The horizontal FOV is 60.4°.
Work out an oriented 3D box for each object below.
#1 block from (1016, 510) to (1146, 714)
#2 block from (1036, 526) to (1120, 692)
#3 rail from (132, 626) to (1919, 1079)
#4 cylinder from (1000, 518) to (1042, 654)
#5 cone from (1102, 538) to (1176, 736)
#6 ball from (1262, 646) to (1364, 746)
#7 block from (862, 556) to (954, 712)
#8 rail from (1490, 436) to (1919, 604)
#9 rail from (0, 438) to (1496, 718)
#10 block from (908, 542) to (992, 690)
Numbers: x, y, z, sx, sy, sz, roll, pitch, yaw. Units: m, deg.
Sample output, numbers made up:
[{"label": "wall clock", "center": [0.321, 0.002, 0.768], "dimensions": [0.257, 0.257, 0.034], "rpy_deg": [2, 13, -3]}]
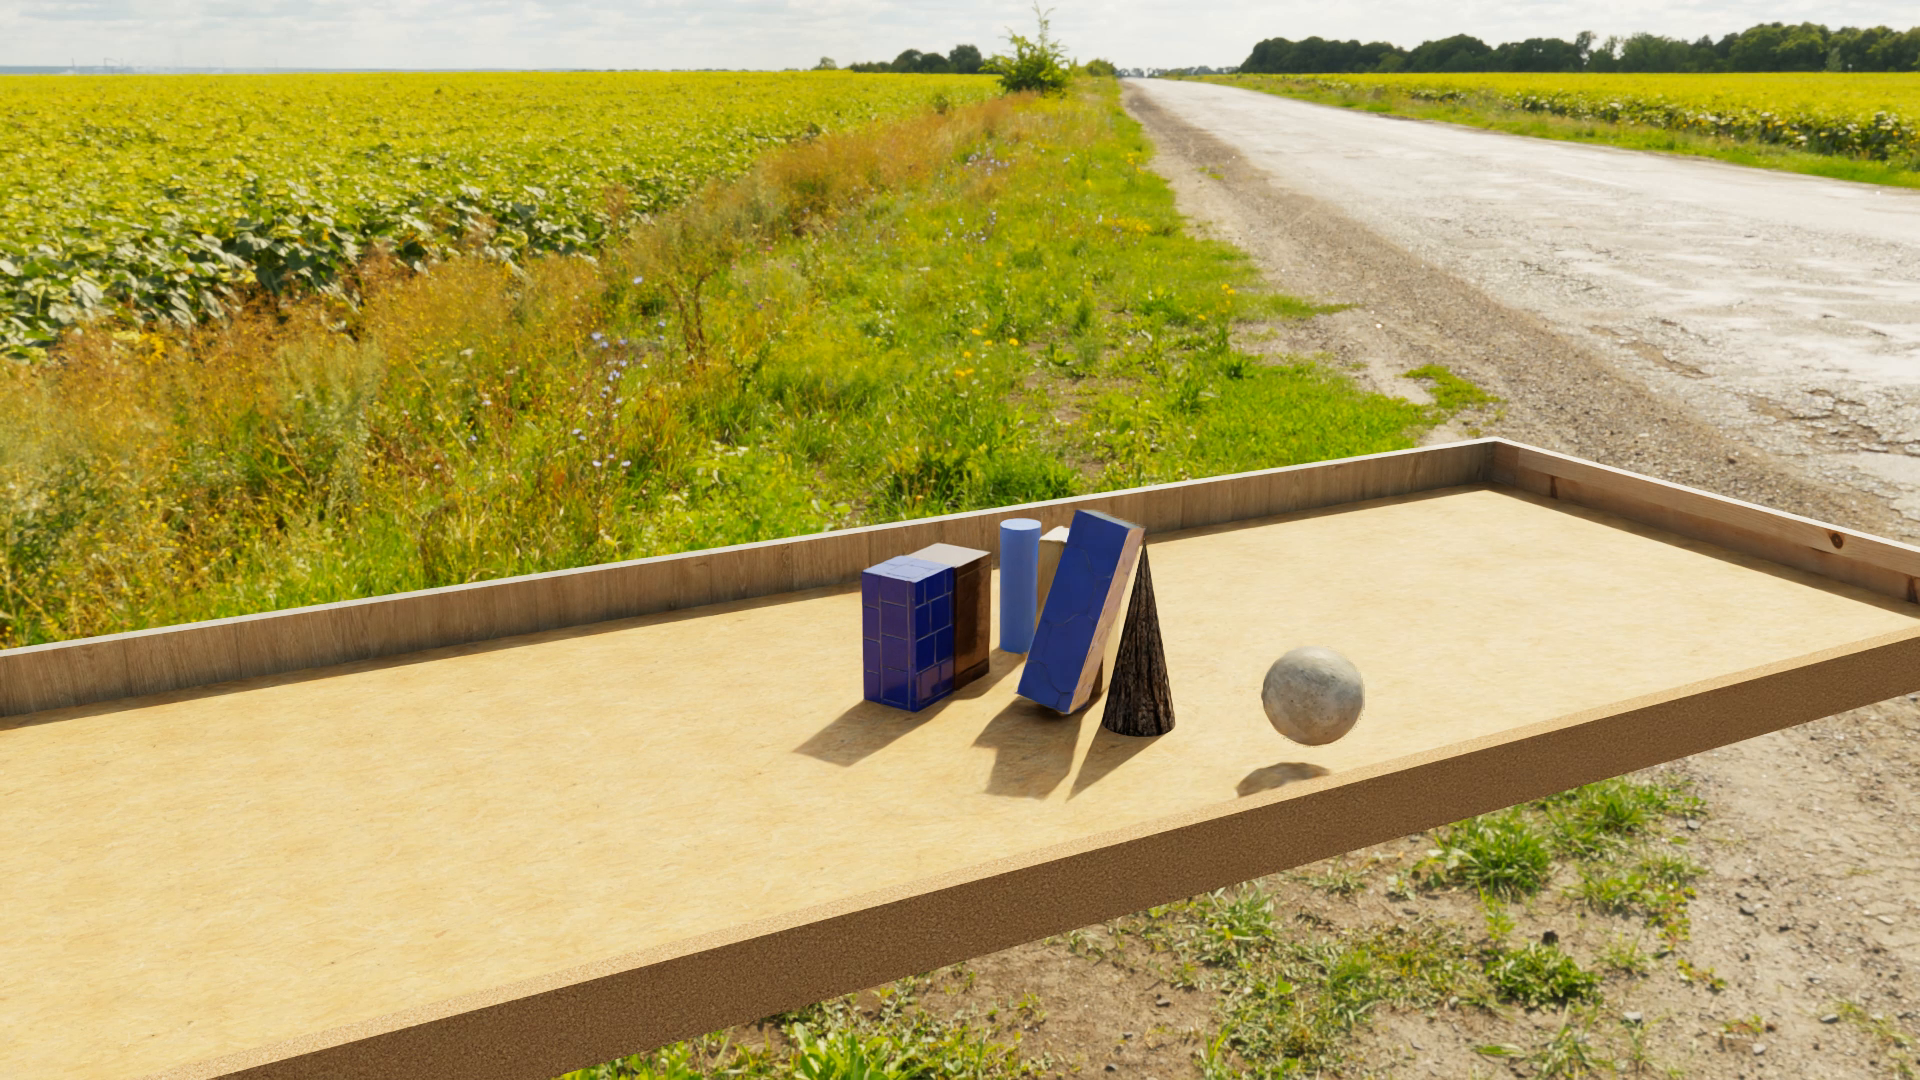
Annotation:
[{"label": "block", "center": [0.286, 0.168, 3.905], "dimensions": [0.135, 0.459, 0.135], "rpy_deg": [21, 8, 21]}, {"label": "block", "center": [0.296, 0.170, 4.098], "dimensions": [0.173, 0.368, 0.173], "rpy_deg": [5, 12, 17]}, {"label": "rail", "center": [-2.336, 1.006, 1.665], "dimensions": [12.000, 0.150, 0.050], "rpy_deg": [-9, 18, -27]}, {"label": "cylinder", "center": [0.159, 0.121, 4.344], "dimensions": [0.108, 0.338, 0.108], "rpy_deg": [0, 16, 0]}, {"label": "cone", "center": [0.422, 0.211, 3.827], "dimensions": [0.174, 0.457, 0.174], "rpy_deg": [0, 16, 0]}, {"label": "ball", "center": [0.776, 0.343, 3.630], "dimensions": [0.219, 0.219, 0.219], "rpy_deg": [0, 16, 0]}, {"label": "block", "center": [-0.126, 0.226, 4.005], "dimensions": [0.158, 0.328, 0.158], "rpy_deg": [11, 20, 33]}, {"label": "rail", "center": [2.466, -0.048, 5.253], "dimensions": [0.050, 0.150, 2.100], "rpy_deg": [-9, 18, -27]}, {"label": "rail", "center": [-3.305, 0.497, 3.399], "dimensions": [12.000, 0.150, 0.050], "rpy_deg": [-9, 18, -27]}, {"label": "block", "center": [-0.033, 0.190, 4.140], "dimensions": [0.159, 0.318, 0.159], "rpy_deg": [10, 18, 31]}]
